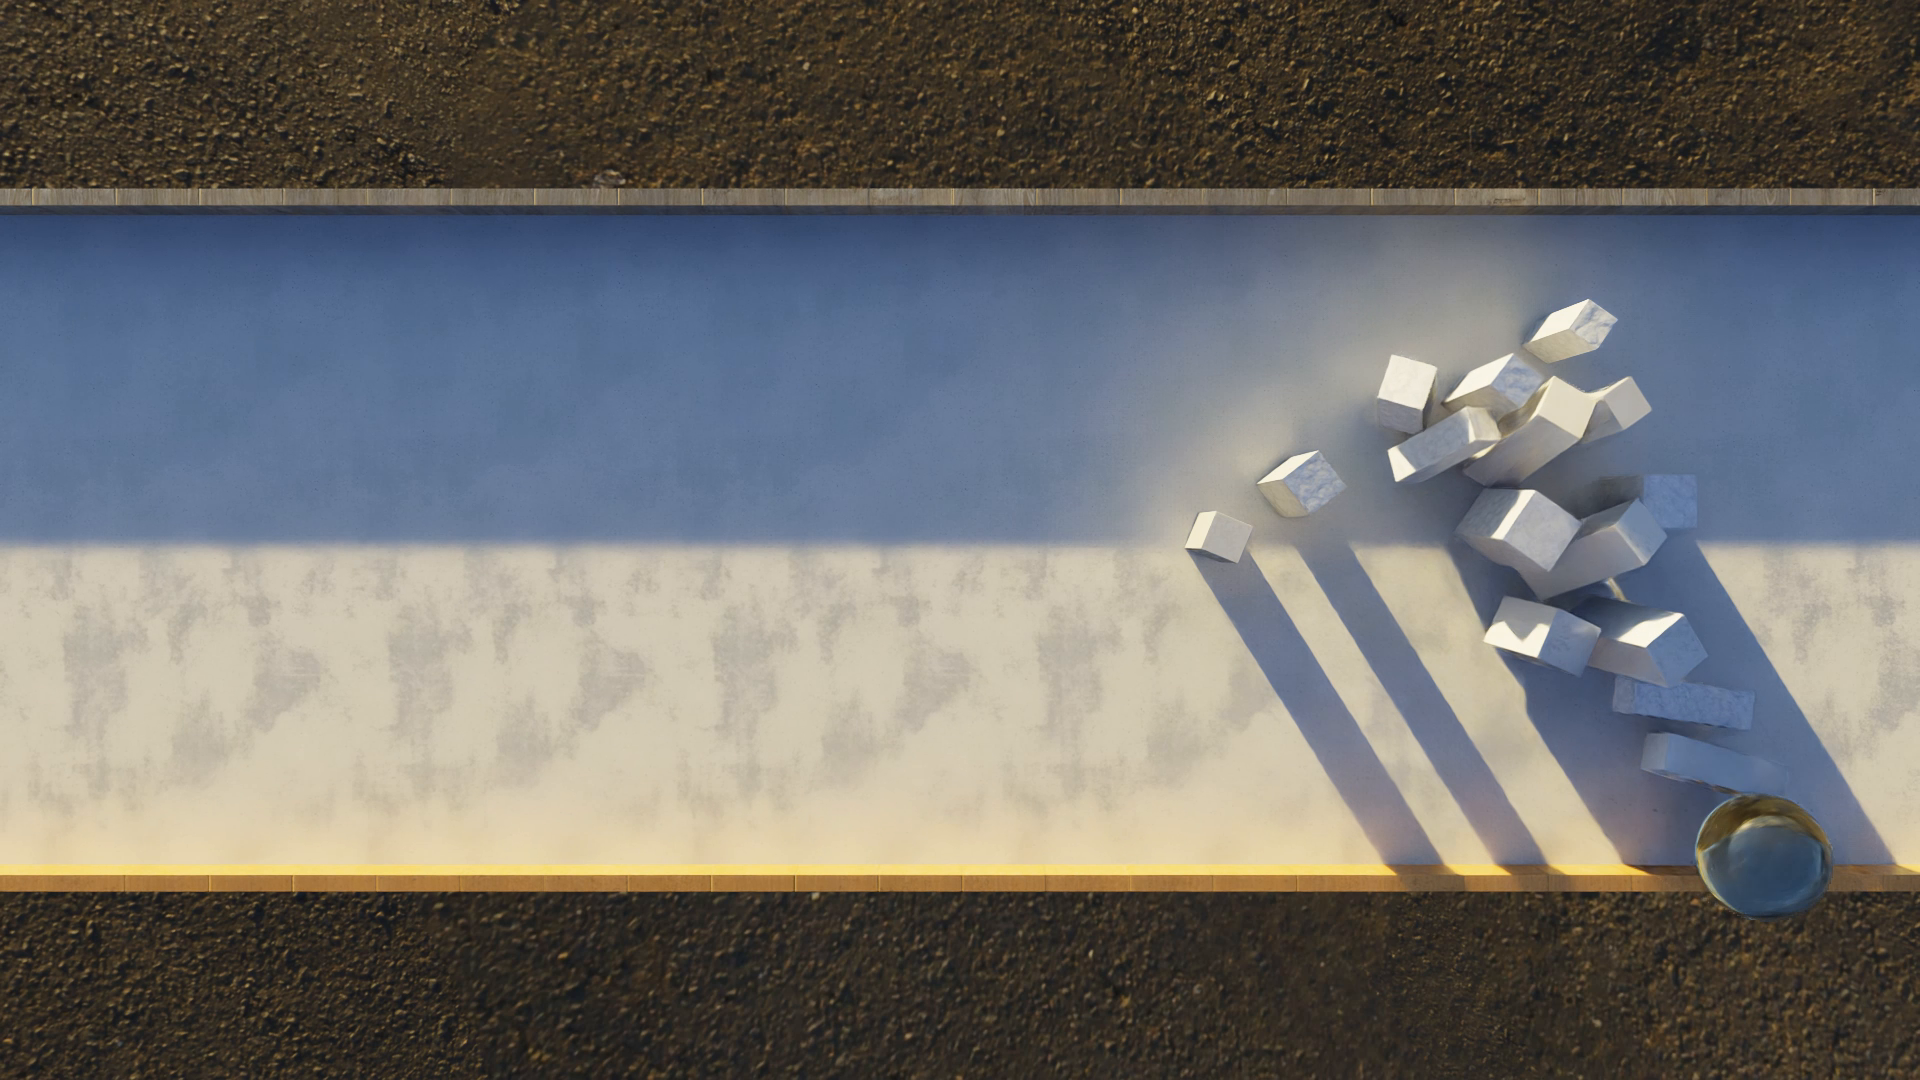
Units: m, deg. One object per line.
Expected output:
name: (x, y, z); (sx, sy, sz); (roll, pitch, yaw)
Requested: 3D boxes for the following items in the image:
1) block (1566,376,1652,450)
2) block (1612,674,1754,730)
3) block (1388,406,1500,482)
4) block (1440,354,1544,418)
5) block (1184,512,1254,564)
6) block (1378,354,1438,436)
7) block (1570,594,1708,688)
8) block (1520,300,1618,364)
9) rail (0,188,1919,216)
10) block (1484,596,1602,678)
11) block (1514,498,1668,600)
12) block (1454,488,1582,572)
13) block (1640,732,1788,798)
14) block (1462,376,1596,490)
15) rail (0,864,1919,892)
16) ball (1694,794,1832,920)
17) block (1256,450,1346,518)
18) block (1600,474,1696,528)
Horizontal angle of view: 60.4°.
block: (1.833, -0.355, 4.853); (0.113, 0.432, 0.113); (-33, 90, -15)
block: (2.188, 0.490, 4.990); (0.384, 0.114, 0.114); (9, 86, -8)
block: (1.434, -0.280, 4.896); (0.102, 0.340, 0.102); (0, 71, -28)
block: (1.562, -0.438, 4.860); (0.111, 0.426, 0.111); (38, 86, 0)
block: (0.767, -0.007, 4.906); (0.115, 0.340, 0.115); (22, 90, 0)
block: (1.328, -0.423, 4.889); (0.132, 0.342, 0.132); (19, 86, 18)
block: (1.965, 0.293, 4.848); (0.150, 0.415, 0.150); (-38, 104, -9)
block: (1.796, -0.612, 4.877); (0.101, 0.400, 0.101); (35, 90, 0)
rail: (-2.247, -1.025, 5.002); (12.000, 0.150, 0.050); (0, 90, 0)
block: (1.731, 0.284, 4.913); (0.156, 0.300, 0.156); (24, 90, -13)
block: (1.849, 0.032, 4.859); (0.143, 0.411, 0.143); (-41, 93, -29)
block: (1.643, -0.034, 4.879); (0.168, 0.382, 0.168); (34, 90, -5)
block: (2.275, 0.688, 4.976); (0.407, 0.114, 0.114); (16, 80, -10)
block: (1.664, -0.300, 4.842); (0.139, 0.449, 0.139); (30, 68, 0)
rail: (-2.247, 1.025, 5.001); (12.000, 0.150, 0.050); (0, 90, 0)
ball: (2.315, 0.911, 4.760); (0.357, 0.357, 0.357); (0, 90, 0)
block: (1.001, -0.161, 4.867); (0.131, 0.418, 0.131); (-38, 90, 0)
block: (2.049, -0.113, 4.917); (0.152, 0.318, 0.152); (0, 90, 0)
